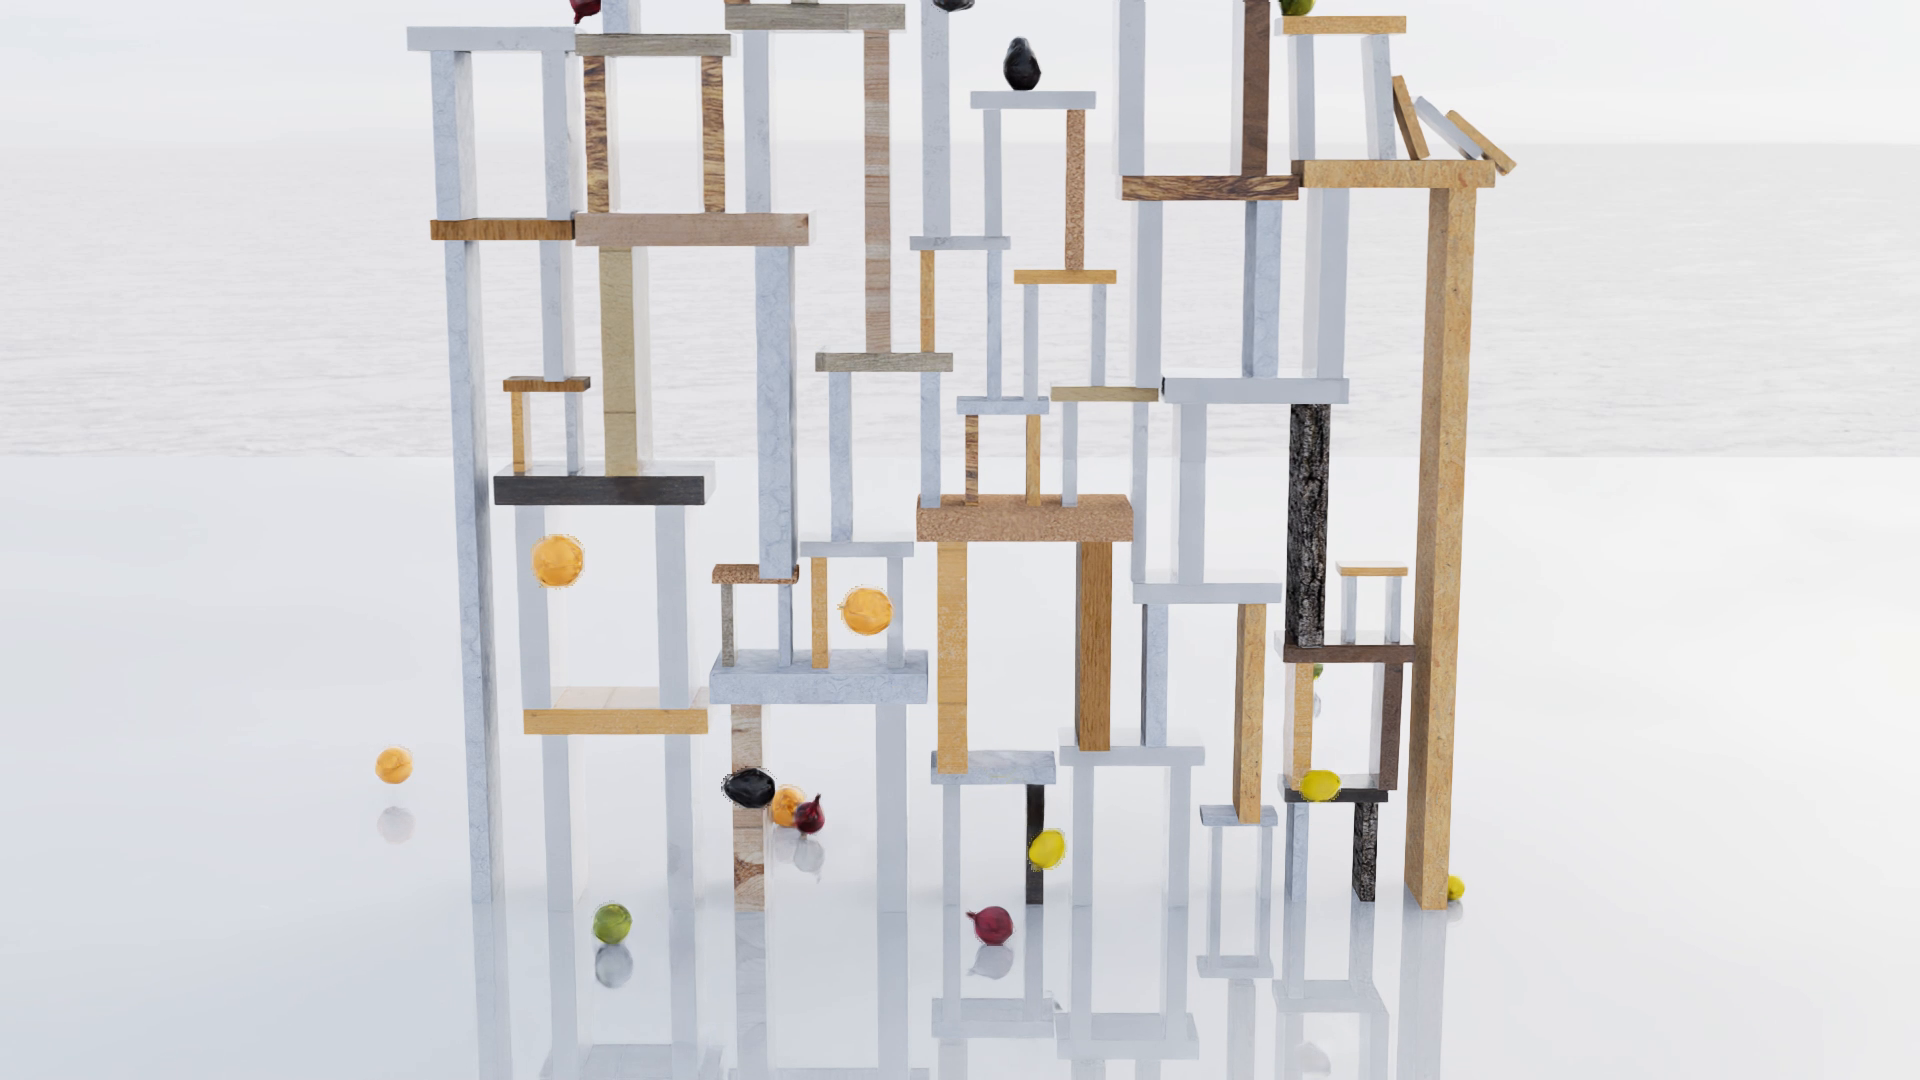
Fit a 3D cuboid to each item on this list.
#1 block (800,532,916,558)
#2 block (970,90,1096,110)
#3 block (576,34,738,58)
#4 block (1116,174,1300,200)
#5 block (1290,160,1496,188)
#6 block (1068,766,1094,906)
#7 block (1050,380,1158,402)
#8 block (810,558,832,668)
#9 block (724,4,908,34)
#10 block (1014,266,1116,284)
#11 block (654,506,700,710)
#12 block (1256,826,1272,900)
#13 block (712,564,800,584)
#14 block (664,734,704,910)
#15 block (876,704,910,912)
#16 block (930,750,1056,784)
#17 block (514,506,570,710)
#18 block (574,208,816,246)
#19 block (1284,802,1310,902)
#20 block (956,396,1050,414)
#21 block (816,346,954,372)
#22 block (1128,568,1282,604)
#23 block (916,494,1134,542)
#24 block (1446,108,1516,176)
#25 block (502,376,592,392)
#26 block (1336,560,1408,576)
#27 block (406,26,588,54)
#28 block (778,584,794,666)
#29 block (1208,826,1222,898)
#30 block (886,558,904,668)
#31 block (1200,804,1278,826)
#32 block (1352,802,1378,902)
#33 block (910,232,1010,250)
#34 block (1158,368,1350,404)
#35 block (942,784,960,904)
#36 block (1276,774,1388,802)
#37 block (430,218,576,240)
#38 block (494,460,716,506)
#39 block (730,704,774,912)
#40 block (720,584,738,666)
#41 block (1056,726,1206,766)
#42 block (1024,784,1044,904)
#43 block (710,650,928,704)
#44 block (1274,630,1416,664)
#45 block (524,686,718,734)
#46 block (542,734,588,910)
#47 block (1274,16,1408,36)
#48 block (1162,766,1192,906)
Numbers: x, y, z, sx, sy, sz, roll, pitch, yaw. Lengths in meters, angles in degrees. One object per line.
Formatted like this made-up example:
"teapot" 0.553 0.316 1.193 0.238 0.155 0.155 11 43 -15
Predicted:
"block" -0.165 0.007 3.561 0.183 0.026 0.091 0 11 0
"block" 0.114 -0.685 3.424 0.194 0.027 0.097 1 11 2
"block" -0.469 -0.767 3.416 0.237 0.034 0.118 0 11 -1
"block" 0.386 -0.555 3.459 0.274 0.039 0.137 0 11 0
"block" 0.676 -0.575 3.449 0.293 0.042 0.147 0 11 0
"block" 0.201 0.473 3.651 0.034 0.237 0.118 0 11 0
"block" 0.229 -0.238 3.511 0.169 0.024 0.085 0 11 1
"block" -0.226 0.109 3.580 0.026 0.183 0.091 0 11 0
"block" -0.220 -0.809 3.413 0.275 0.039 0.138 0 11 0
"block" 0.165 -0.419 3.482 0.160 0.023 0.080 0 11 0
"block" -0.458 0.093 3.582 0.047 0.332 0.166 0 11 0
"block" 0.507 0.528 3.661 0.017 0.123 0.062 0 11 0
"block" -0.331 0.055 3.570 0.137 0.019 0.068 0 11 0
"block" -0.455 0.445 3.639 0.042 0.296 0.148 0 10 0
"block" -0.111 0.418 3.639 0.049 0.348 0.174 0 11 0
"block" 0.054 0.375 3.628 0.204 0.029 0.102 0 11 0
"block" -0.680 0.094 3.581 0.047 0.332 0.166 0 11 0
"block" -0.412 -0.494 3.471 0.359 0.051 0.180 0 11 0
"block" 0.560 0.506 3.657 0.024 0.170 0.085 0 11 0
"block" 0.068 -0.216 3.518 0.148 0.021 0.074 0 11 0
"block" -0.119 -0.289 3.507 0.217 0.031 0.108 0 11 0
"block" 0.396 0.074 3.568 0.238 0.034 0.119 0 11 1
"block" 0.102 -0.037 3.553 0.343 0.049 0.171 0 11 0
"block" 0.813 -0.623 3.450 0.132 0.019 0.066 40 8 0
"block" -0.659 -0.249 3.510 0.128 0.018 0.064 0 11 1
"block" 0.667 0.046 3.565 0.108 0.015 0.054 0 10 1
"block" -0.717 -0.777 3.418 0.257 0.036 0.128 0 11 -1
"block" -0.284 0.132 3.584 0.019 0.137 0.068 0 11 0
"block" 0.424 0.528 3.662 0.017 0.123 0.062 0 11 1
"block" -0.104 0.109 3.580 0.026 0.183 0.091 0 11 0
"block" 0.463 0.458 3.655 0.123 0.017 0.062 0 11 1
"block" 0.674 0.506 3.657 0.024 0.170 0.085 0 11 0
"block" 0.001 -0.472 3.476 0.158 0.022 0.079 0 11 0
"block" 0.464 -0.247 3.512 0.289 0.041 0.144 0 11 0
"block" -0.014 0.490 3.650 0.029 0.204 0.102 0 11 0
"block" 0.616 0.410 3.639 0.170 0.024 0.085 0 10 0
"block" -0.713 -0.492 3.473 0.220 0.031 0.110 0 11 0
"block" -0.569 -0.093 3.547 0.332 0.047 0.166 0 11 0
"block" -0.343 0.418 3.639 0.049 0.348 0.174 0 11 0
"block" -0.375 0.132 3.585 0.019 0.137 0.068 0 11 0
"block" 0.280 0.340 3.627 0.237 0.034 0.118 0 11 0
"block" 0.123 0.490 3.649 0.029 0.204 0.102 0 11 0
"block" -0.227 0.223 3.603 0.348 0.049 0.174 0 11 0
"block" 0.627 0.174 3.595 0.213 0.030 0.107 0 10 0
"block" -0.554 0.279 3.608 0.296 0.042 0.148 0 11 0
"block" -0.652 0.445 3.638 0.042 0.296 0.148 0 11 0
"block" 0.590 -0.798 3.415 0.190 0.027 0.095 0 11 0
"block" 0.359 0.473 3.651 0.034 0.237 0.118 0 11 0
